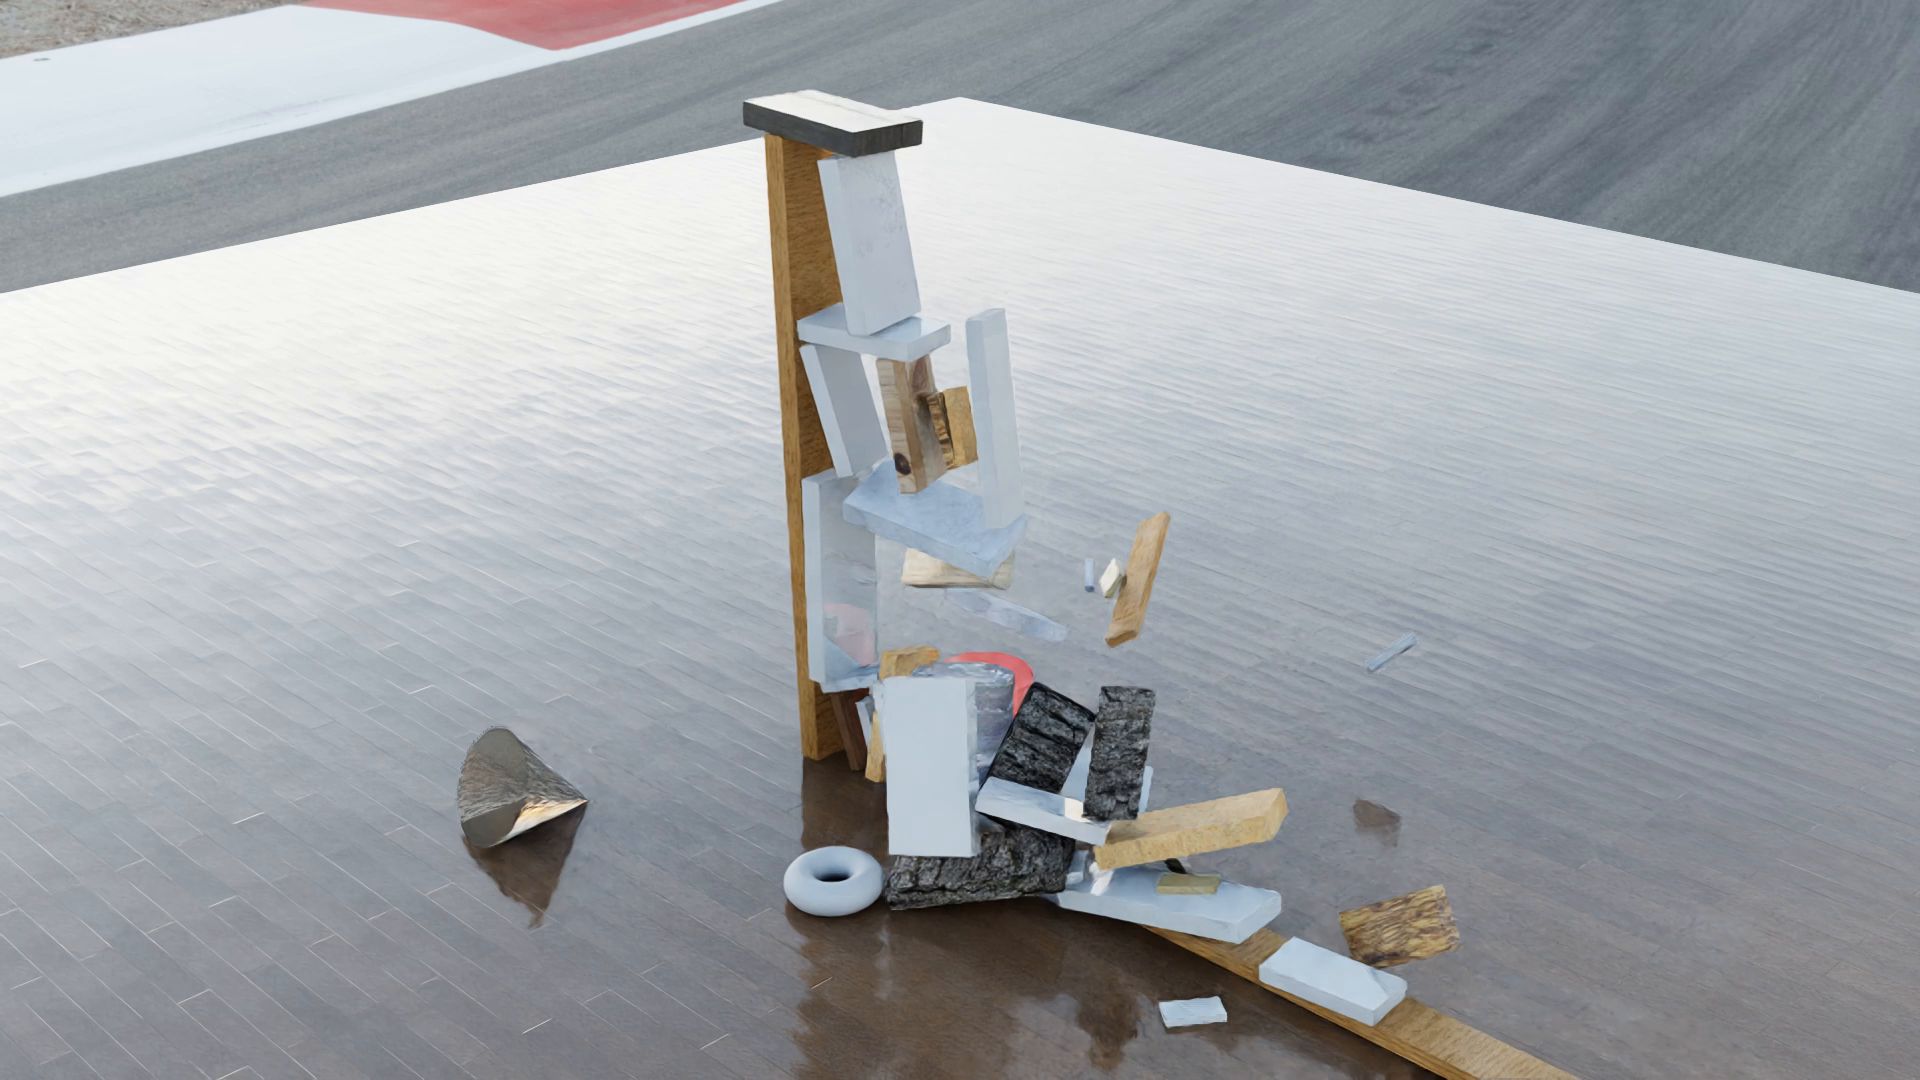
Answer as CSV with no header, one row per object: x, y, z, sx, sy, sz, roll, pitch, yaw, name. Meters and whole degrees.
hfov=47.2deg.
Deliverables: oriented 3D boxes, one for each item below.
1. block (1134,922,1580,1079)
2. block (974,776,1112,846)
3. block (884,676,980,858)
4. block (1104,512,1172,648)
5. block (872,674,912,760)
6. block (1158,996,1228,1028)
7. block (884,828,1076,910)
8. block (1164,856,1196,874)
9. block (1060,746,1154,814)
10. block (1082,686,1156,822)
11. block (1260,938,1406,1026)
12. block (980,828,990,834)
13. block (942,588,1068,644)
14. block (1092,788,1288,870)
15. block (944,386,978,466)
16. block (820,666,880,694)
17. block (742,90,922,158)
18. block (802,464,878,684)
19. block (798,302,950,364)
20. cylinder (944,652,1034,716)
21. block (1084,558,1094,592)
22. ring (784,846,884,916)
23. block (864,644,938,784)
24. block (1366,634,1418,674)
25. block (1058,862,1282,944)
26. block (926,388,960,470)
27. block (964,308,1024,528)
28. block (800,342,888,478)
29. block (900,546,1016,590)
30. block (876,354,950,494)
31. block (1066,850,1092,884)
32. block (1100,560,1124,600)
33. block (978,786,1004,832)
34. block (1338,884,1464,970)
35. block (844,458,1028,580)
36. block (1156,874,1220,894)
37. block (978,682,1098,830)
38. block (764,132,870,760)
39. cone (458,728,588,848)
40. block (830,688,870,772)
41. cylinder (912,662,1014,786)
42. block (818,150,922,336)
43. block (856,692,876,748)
0.771,0.832,3.731,0.113,0.032,1.233,-21,30,-40,block
0.160,0.508,4.123,0.247,0.035,0.123,15,11,8,block
-0.053,0.426,4.153,0.167,0.335,0.047,-1,1,23,block
0.383,0.081,4.707,0.074,0.021,0.387,-25,28,34,block
-0.087,0.410,4.453,0.135,0.271,0.038,-12,5,-26,block
0.404,0.818,3.813,0.107,0.015,0.054,-4,23,-9,block
0.040,0.617,4.146,0.335,0.047,0.167,-9,21,15,block
0.422,0.628,4.131,0.015,0.107,0.054,-35,3,-26,block
0.241,0.482,4.420,0.277,0.039,0.139,17,46,0,block
0.296,0.397,4.086,0.035,0.247,0.123,10,2,42,block
0.646,0.764,3.814,0.225,0.032,0.112,16,29,36,block
0.018,0.597,4.297,0.160,0.023,0.080,16,45,33,block
0.099,0.158,4.742,0.135,0.038,0.271,26,4,42,block
0.431,0.538,4.098,0.335,0.047,0.167,-14,7,20,block
0.004,-0.221,4.251,0.021,0.148,0.074,-7,7,22,block
-0.201,0.286,4.573,0.173,0.024,0.086,-11,8,43,block
-0.244,-0.795,4.183,0.167,0.047,0.335,-19,31,-38,block
-0.246,0.066,4.541,0.046,0.439,0.163,16,26,37,block
-0.167,-0.403,4.251,0.269,0.038,0.135,15,30,33,block
0.051,0.372,4.619,0.207,0.207,0.207,0,23,0,cylinder
0.279,0.076,4.745,0.017,0.059,0.117,-1,-8,5,block
-0.238,0.645,4.160,0.191,0.064,0.191,-1,24,1,ring
-0.119,0.357,4.530,0.038,0.271,0.135,16,12,37,block
0.915,0.242,4.665,0.117,0.017,0.059,-34,-17,1,block
0.379,0.658,4.022,0.404,0.039,0.139,4,19,41,block
-0.023,-0.214,4.261,0.021,0.148,0.074,-13,9,22,block
0.067,-0.232,4.213,0.035,0.404,0.123,0,16,23,block
-0.228,-0.273,4.351,0.038,0.269,0.135,-6,17,34,block
0.001,0.016,4.549,0.046,0.163,0.327,15,-9,-34,block
-0.090,-0.240,4.265,0.038,0.269,0.135,1,22,31,block
0.163,0.624,4.148,0.160,0.023,0.080,-9,20,16,block
0.330,0.085,4.768,0.017,0.059,0.117,29,13,-9,block
0.058,0.516,4.421,0.080,0.023,0.160,12,46,2,block
0.770,0.684,3.854,0.032,0.112,0.225,-7,-15,-40,block
-0.048,-0.044,4.339,0.327,0.046,0.163,22,43,20,block
0.416,0.627,4.007,0.107,0.015,0.054,-3,15,21,block
0.144,0.429,4.271,0.139,0.277,0.039,29,-18,-5,block
-0.283,-0.178,4.484,0.047,1.324,0.167,16,27,37,block
-0.841,0.511,4.420,0.237,0.237,0.237,15,7,-44,cone
-0.213,0.389,4.625,0.024,0.173,0.086,-6,13,45,block
0.005,0.361,4.348,0.202,0.202,0.202,1,10,0,cylinder
-0.169,-0.573,4.170,0.047,0.335,0.167,5,24,37,block
-0.162,0.404,4.586,0.024,0.173,0.086,-3,17,38,block
